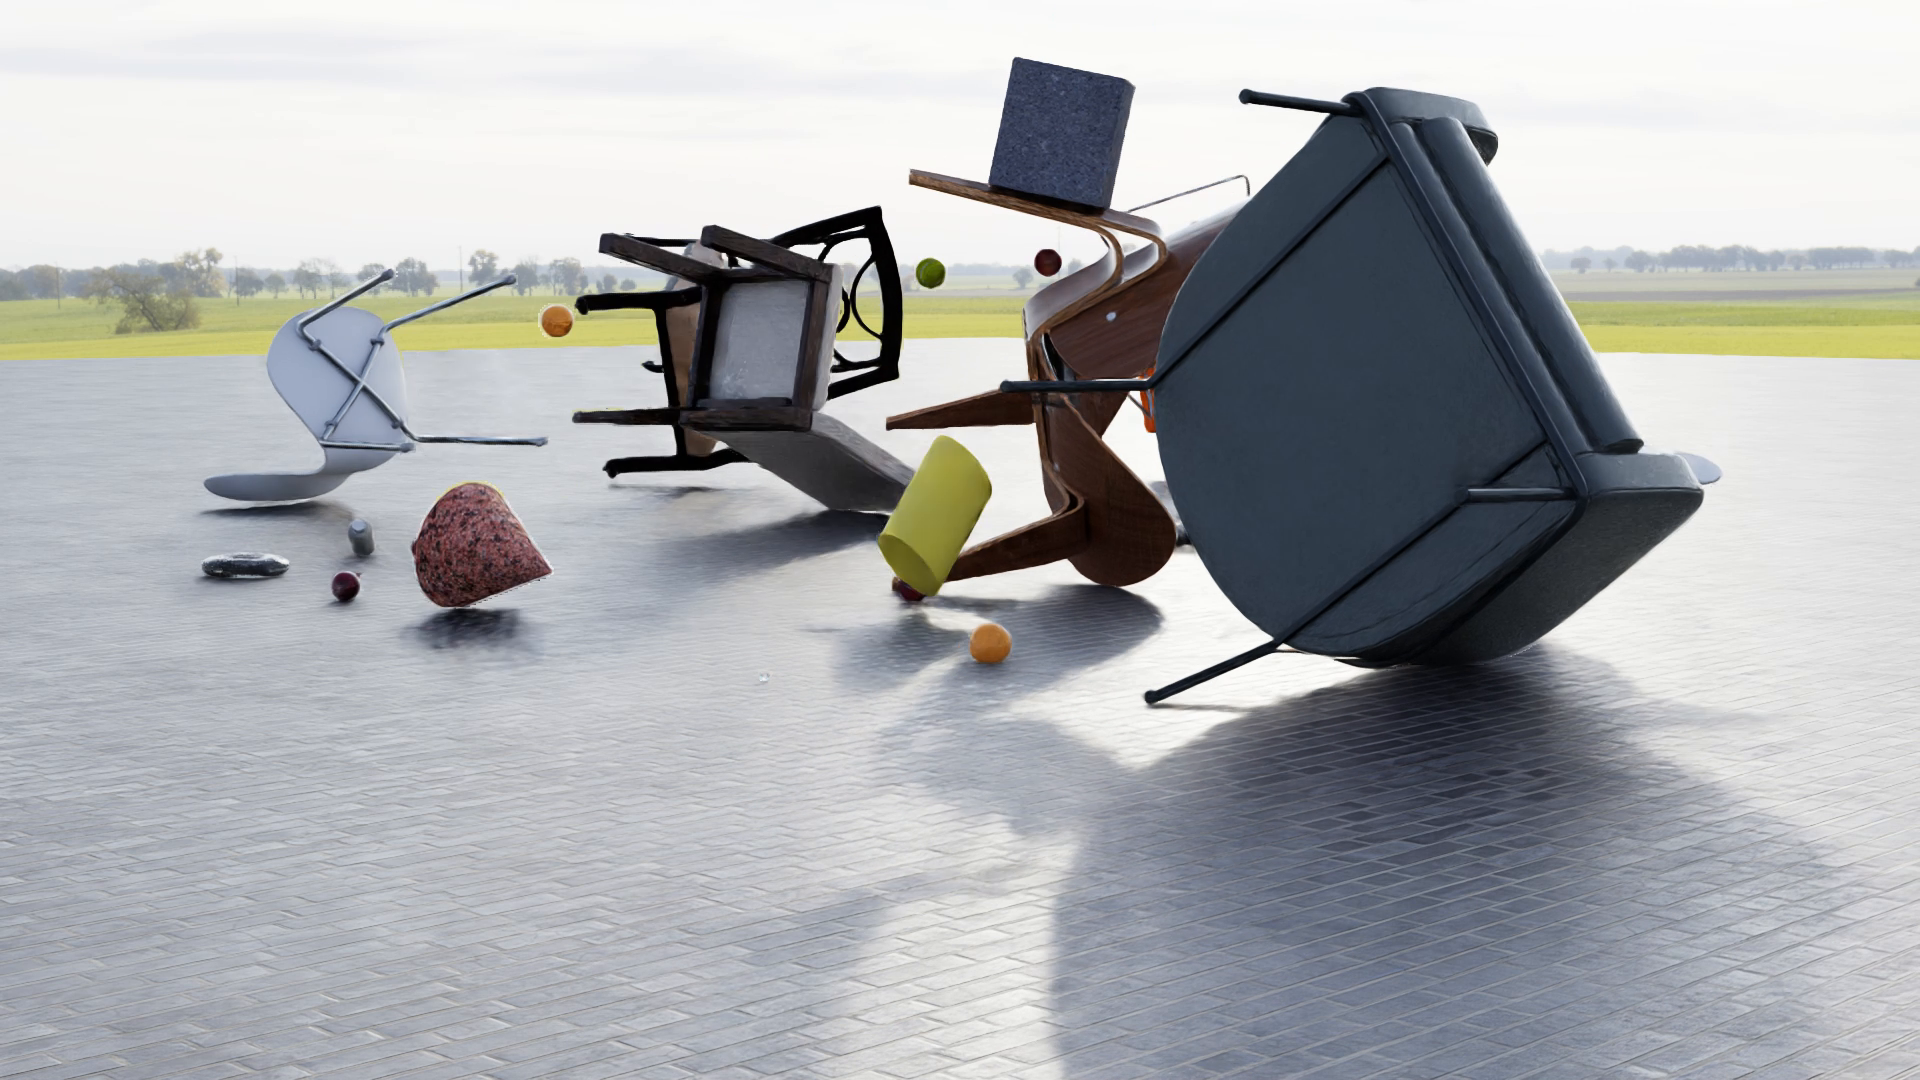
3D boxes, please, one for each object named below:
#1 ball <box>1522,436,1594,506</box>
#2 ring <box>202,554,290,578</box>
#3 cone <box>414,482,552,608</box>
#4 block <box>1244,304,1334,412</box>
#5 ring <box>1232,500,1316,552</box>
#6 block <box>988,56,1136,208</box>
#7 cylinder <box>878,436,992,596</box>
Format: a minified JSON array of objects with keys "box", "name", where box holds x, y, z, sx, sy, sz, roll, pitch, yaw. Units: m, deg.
[{"box":[1.714,-0.197,7.349,0.200,0.200,0.200,0,6,0],"name":"ball"},{"box":[-1.576,0.056,5.662,0.187,0.043,0.190,6,7,40],"name":"ring"},{"box":[-0.884,0.036,5.023,0.220,0.256,0.297,15,4,26],"name":"cone"},{"box":[0.926,-0.514,7.237,0.157,0.208,0.162,37,60,21],"name":"block"},{"box":[0.760,-0.034,6.224,0.172,0.108,0.334,-3,5,-14],"name":"ring"},{"box":[0.209,-0.822,5.202,0.229,0.256,0.223,13,8,7],"name":"block"},{"box":[-0.047,-0.047,5.059,0.113,0.240,0.223,15,-26,30],"name":"cylinder"}]
